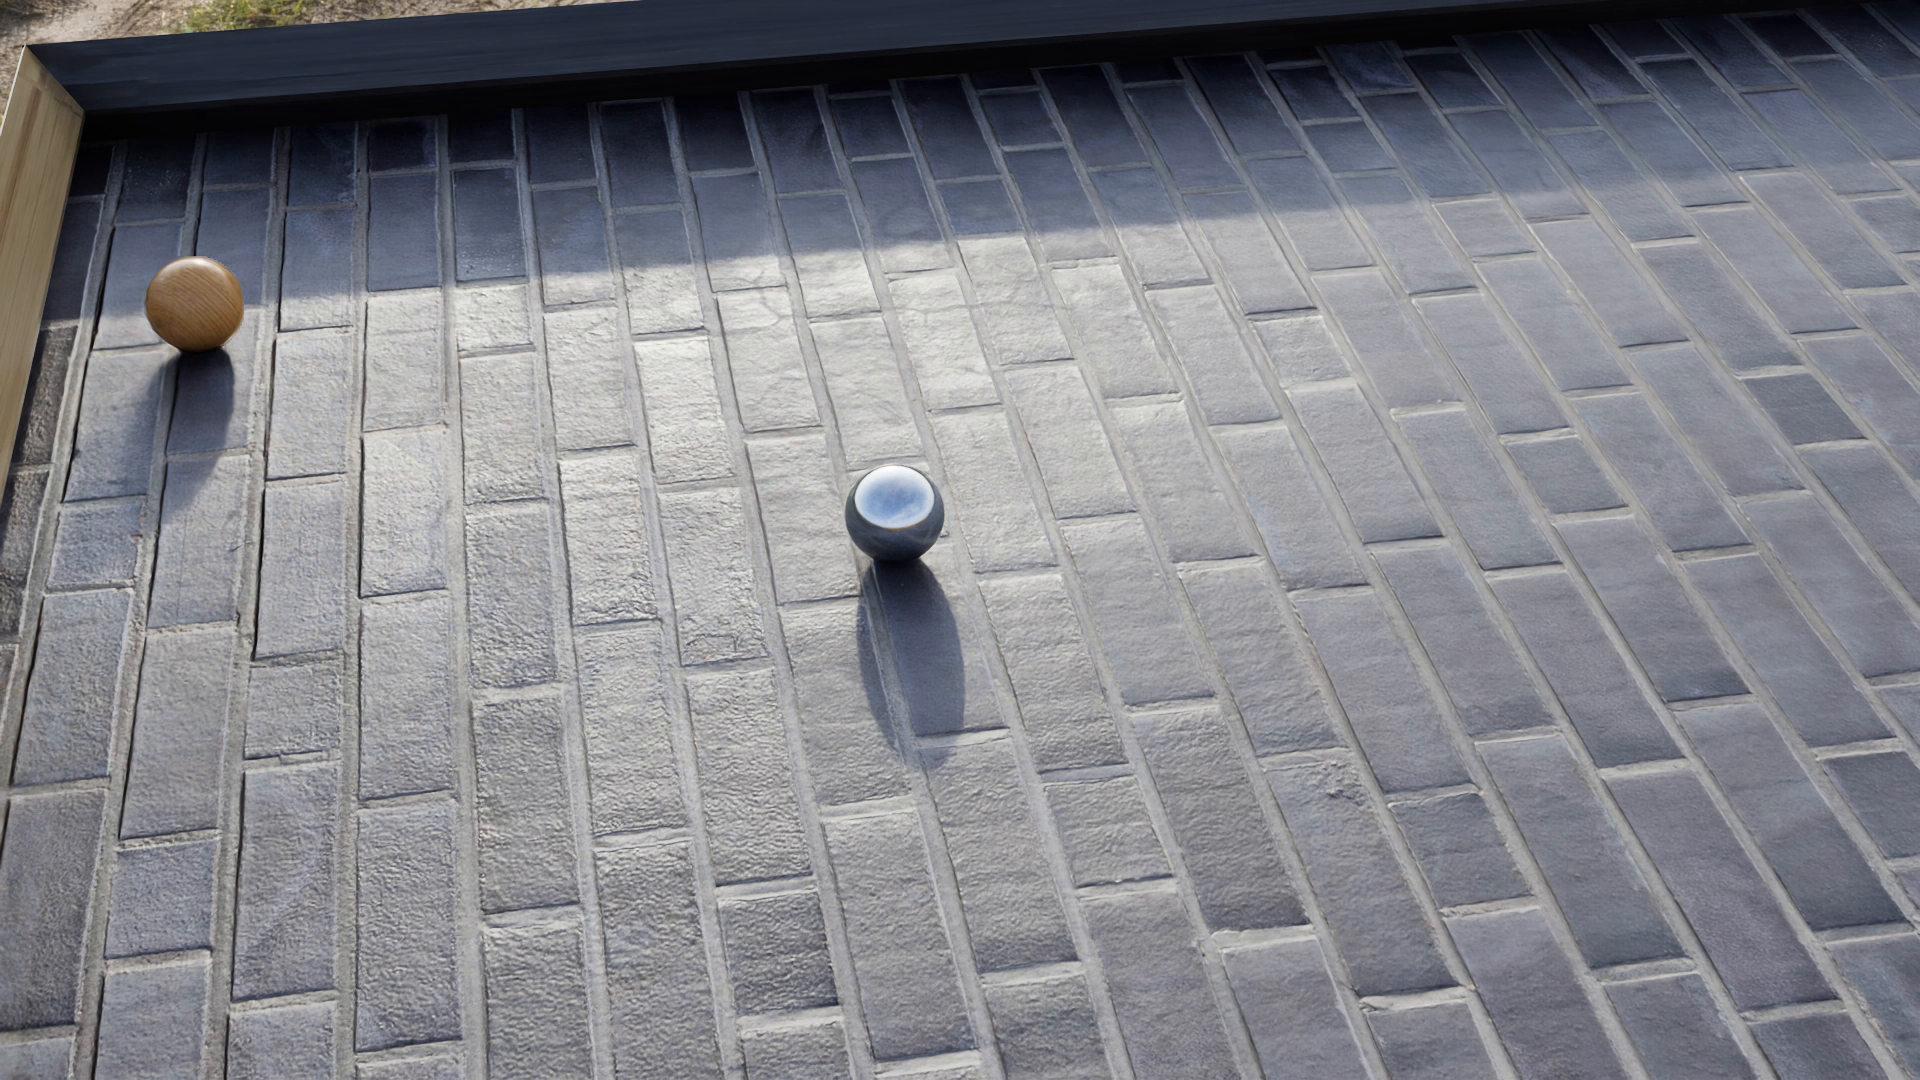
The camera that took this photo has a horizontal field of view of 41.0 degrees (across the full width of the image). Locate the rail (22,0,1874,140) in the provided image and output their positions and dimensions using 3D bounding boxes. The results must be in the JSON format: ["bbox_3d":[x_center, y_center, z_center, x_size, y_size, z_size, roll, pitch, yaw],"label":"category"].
[{"bbox_3d":[0.521,-0.500,2.346,2.645,0.091,0.045,-6,36,-8],"label":"rail"}]

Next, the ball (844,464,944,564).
[{"bbox_3d":[-0.043,-0.017,1.695,0.066,0.066,0.066,0,36,0],"label":"ball"}]

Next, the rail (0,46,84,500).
[{"bbox_3d":[-0.628,0.056,1.571,0.045,0.091,1.519,-6,36,-8],"label":"rail"}]

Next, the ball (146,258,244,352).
[{"bbox_3d":[-0.571,-0.175,1.912,0.070,0.070,0.070,0,36,0],"label":"ball"}]
